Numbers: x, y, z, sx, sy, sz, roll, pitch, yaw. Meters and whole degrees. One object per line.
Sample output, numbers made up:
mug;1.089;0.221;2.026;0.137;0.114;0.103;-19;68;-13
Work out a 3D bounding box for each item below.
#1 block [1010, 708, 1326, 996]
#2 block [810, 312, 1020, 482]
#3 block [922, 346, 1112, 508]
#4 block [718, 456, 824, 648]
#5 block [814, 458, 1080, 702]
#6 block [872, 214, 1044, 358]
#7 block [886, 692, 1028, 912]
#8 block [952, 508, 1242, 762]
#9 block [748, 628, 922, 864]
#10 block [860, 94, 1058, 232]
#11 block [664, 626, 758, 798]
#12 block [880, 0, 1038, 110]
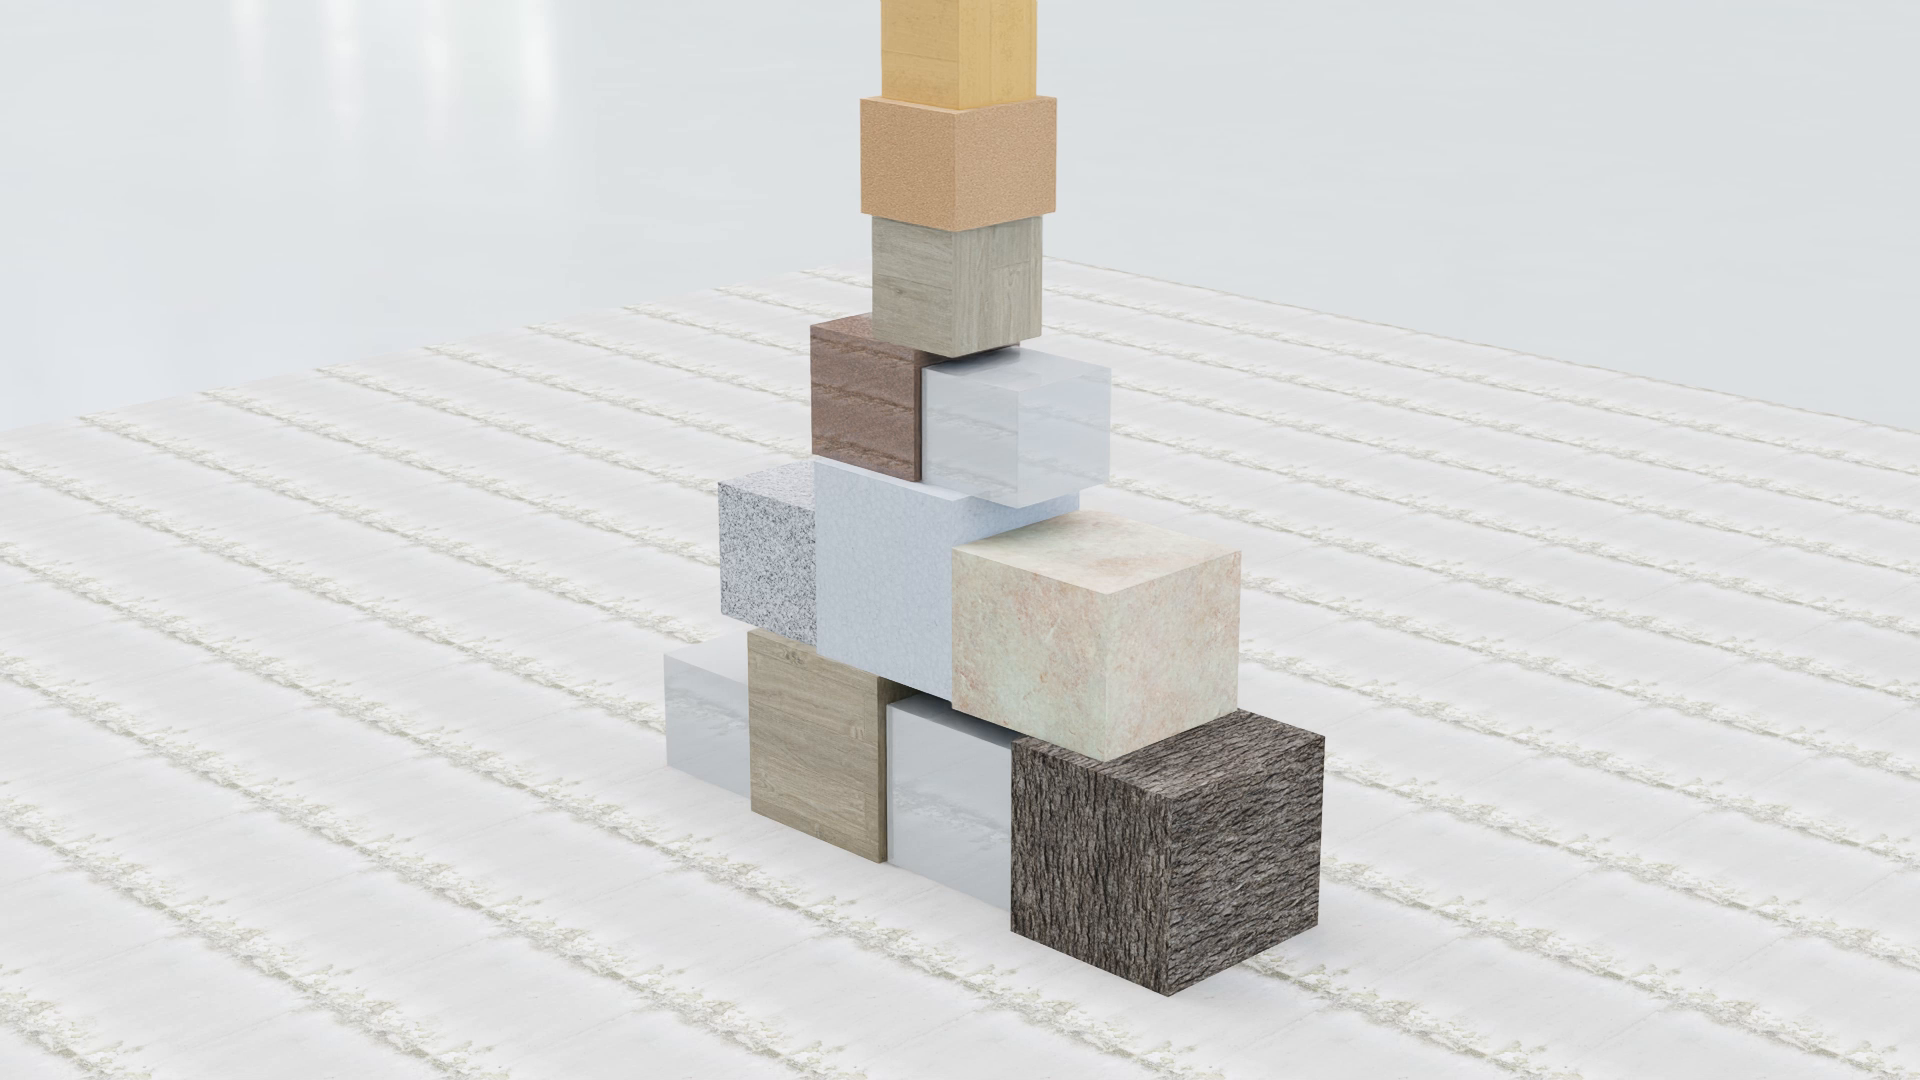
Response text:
block;0.900;1.283;12.775;1.004;0.892;0.917;-17;24;-42
block;-0.204;-0.684;13.352;0.672;0.603;0.676;-17;24;-42
block;0.248;-0.506;12.931;0.588;0.519;0.587;-17;24;-42
block;-0.641;0.044;14.034;0.710;0.664;0.738;-17;24;-42
block;-0.059;0.092;13.438;0.819;0.928;0.887;-17;24;-42
block;-0.011;-1.169;12.957;0.564;0.561;0.500;-17;24;-42
block;0.268;1.135;13.440;0.792;0.775;0.916;-17;24;-42
block;0.594;0.394;12.871;0.868;0.745;0.915;-17;24;-42
block;-0.399;0.878;14.018;0.833;0.919;0.896;-17;24;-42
block;-0.006;-1.678;12.801;0.626;0.503;0.585;-17;24;-42
block;-0.989;0.860;14.621;0.634;0.592;0.739;-17;24;-42
block;-0.004;-2.166;12.648;0.475;0.520;0.476;-17;24;-42
